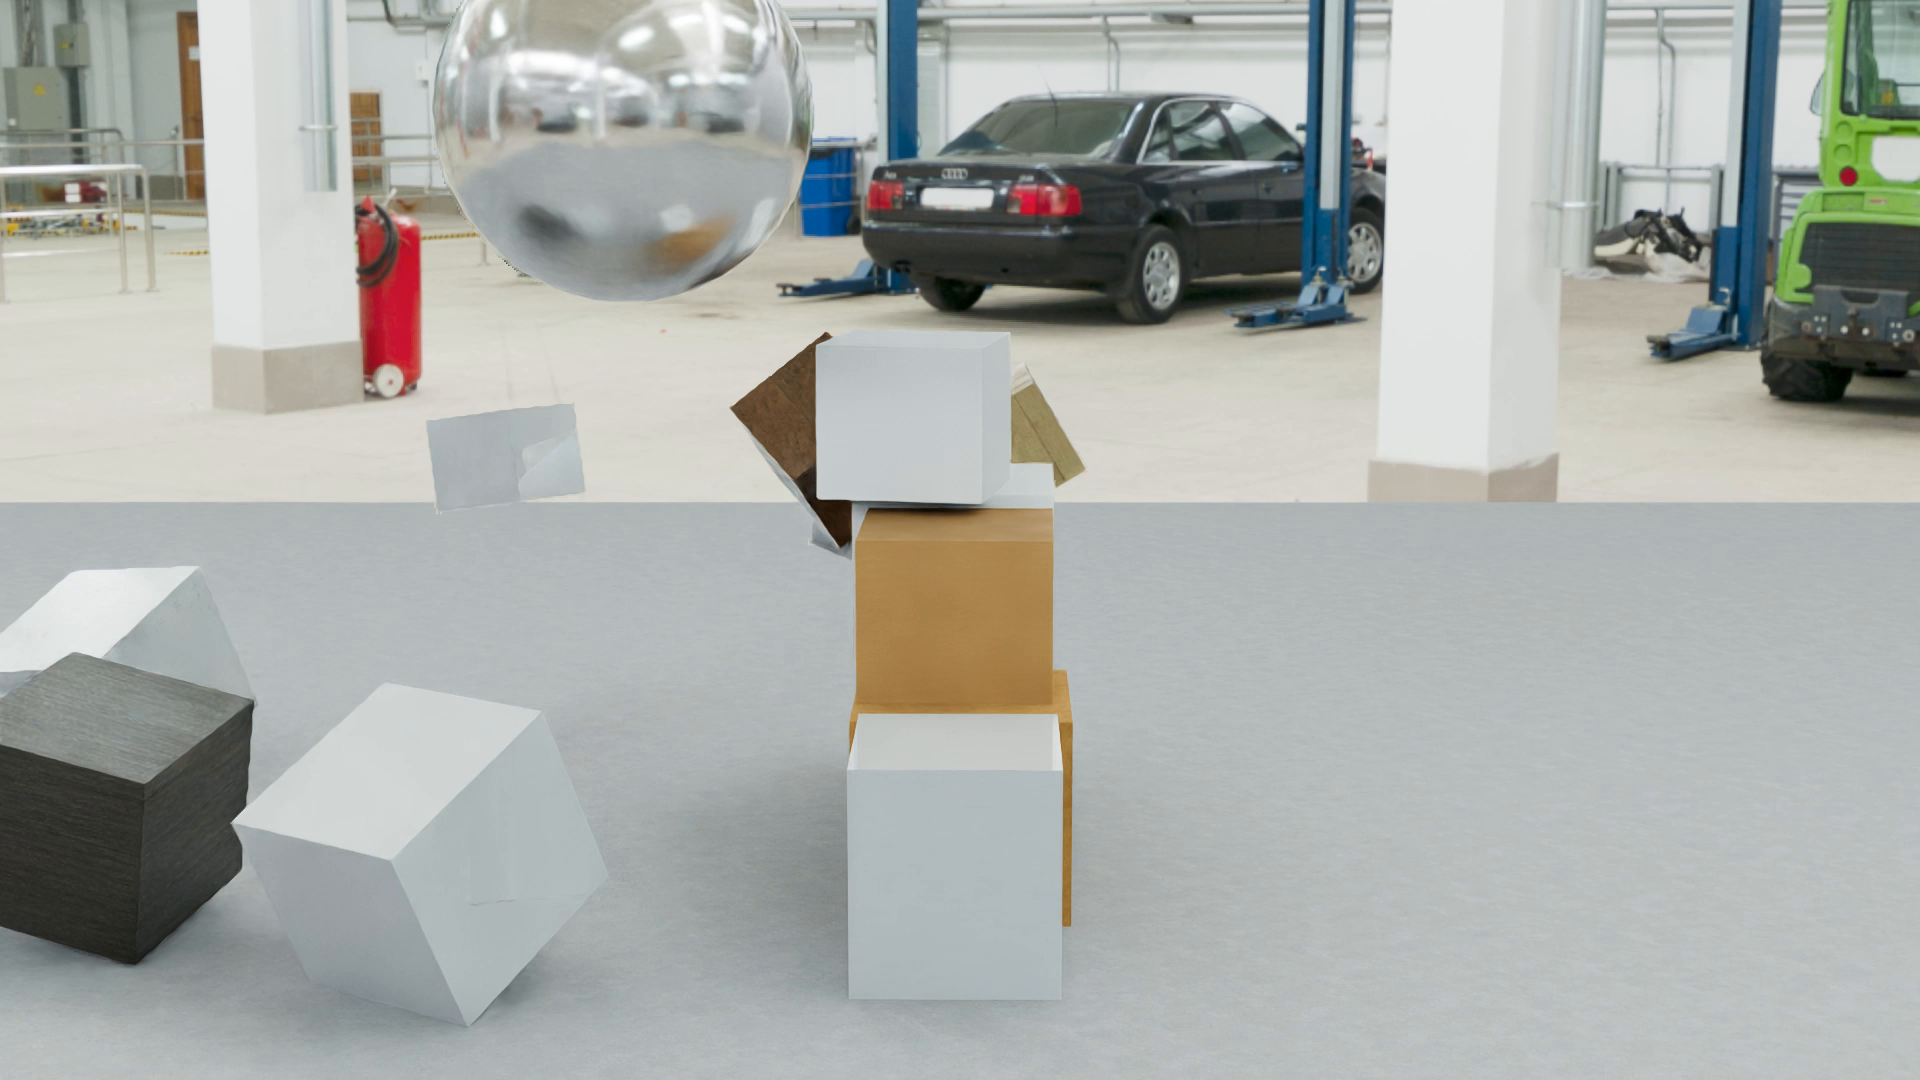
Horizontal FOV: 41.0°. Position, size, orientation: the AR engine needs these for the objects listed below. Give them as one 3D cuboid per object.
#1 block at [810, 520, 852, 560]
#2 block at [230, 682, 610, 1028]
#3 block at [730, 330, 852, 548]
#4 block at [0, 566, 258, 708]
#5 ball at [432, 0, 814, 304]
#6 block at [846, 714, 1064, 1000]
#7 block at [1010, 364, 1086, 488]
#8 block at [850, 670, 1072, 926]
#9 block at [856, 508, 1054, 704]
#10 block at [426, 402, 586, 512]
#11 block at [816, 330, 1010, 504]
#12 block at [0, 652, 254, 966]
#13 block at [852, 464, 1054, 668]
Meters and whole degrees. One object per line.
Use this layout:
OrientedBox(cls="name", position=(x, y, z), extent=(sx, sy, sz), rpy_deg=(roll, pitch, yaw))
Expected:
OrientedBox(cls="block", position=(-0.358, -0.277, 13.695), extent=(0.591, 0.636, 0.610), rpy_deg=(22, 38, 17))
OrientedBox(cls="block", position=(-2.060, 1.192, 9.880), extent=(0.846, 0.821, 0.885), rpy_deg=(7, 38, 33))
OrientedBox(cls="block", position=(-0.628, -0.496, 12.741), extent=(0.617, 0.646, 0.613), rpy_deg=(-39, 54, -5))
OrientedBox(cls="block", position=(-4.090, 0.718, 12.385), extent=(0.782, 0.806, 0.905), rpy_deg=(-2, 30, 23))
OrientedBox(cls="ball", position=(-1.415, -1.805, 10.852), extent=(1.600, 1.600, 1.600), rpy_deg=(0, 10, 0))
OrientedBox(cls="block", position=(-0.013, 1.240, 10.199), extent=(0.817, 0.911, 0.864), rpy_deg=(0, 10, 1))
OrientedBox(cls="block", position=(0.272, -0.537, 14.119), extent=(0.579, 0.572, 0.494), rpy_deg=(-31, 17, 4))
OrientedBox(cls="block", position=(0.010, 1.095, 11.091), extent=(0.919, 0.877, 0.942), rpy_deg=(0, 10, 1))
OrientedBox(cls="block", position=(-0.010, 0.275, 11.197), extent=(0.830, 0.700, 0.826), rpy_deg=(0, 10, 2))
OrientedBox(cls="block", position=(-2.347, -0.430, 13.270), extent=(0.560, 0.467, 0.515), rpy_deg=(-5, 3, 32))
OrientedBox(cls="block", position=(-0.201, -0.572, 11.633), extent=(0.746, 0.685, 0.734), rpy_deg=(2, 10, 11))
OrientedBox(cls="block", position=(-3.511, 1.081, 10.513), extent=(0.836, 0.816, 0.863), rpy_deg=(14, 22, 9))
OrientedBox(cls="block", position=(-0.019, 0.108, 12.060), extent=(0.909, 0.805, 0.931), rpy_deg=(0, 10, 2))
